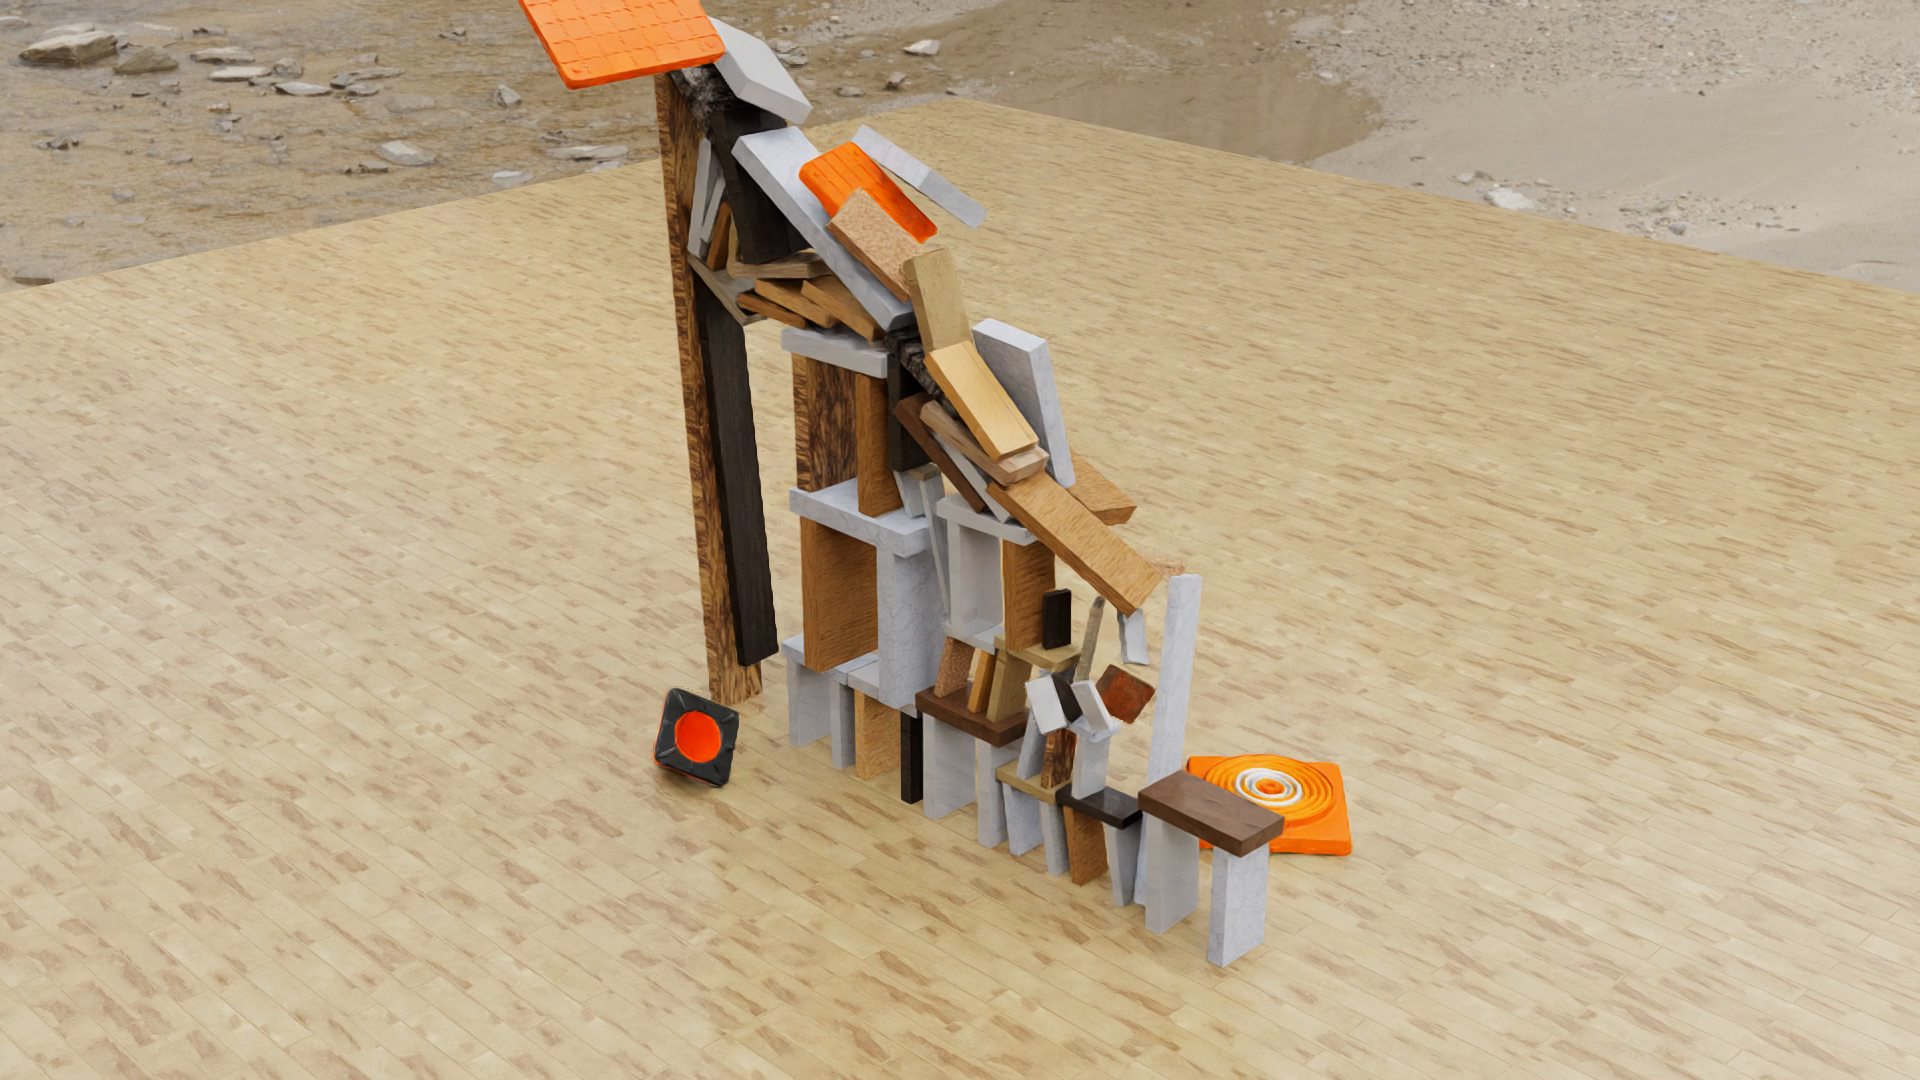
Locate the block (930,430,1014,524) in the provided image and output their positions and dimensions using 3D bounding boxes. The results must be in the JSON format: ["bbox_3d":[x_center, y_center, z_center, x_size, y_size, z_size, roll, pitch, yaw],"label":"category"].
[{"bbox_3d":[0.057,-0.140,4.089,0.113,0.032,0.225,-22,67,-42],"label":"block"}]

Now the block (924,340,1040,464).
[{"bbox_3d":[0.038,-0.254,4.013,0.101,0.029,0.235,-22,71,-40],"label":"block"}]

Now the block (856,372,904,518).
[{"bbox_3d":[-0.134,-0.200,4.283,0.143,0.286,0.041,-21,31,-40],"label":"block"}]

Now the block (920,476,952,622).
[{"bbox_3d":[-0.030,0.017,4.261,0.049,0.285,0.014,-22,16,-41],"label":"block"}]

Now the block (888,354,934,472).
[{"bbox_3d":[-0.084,-0.254,4.209,0.032,0.229,0.114,21,31,40],"label":"block"}]

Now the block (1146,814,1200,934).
[{"bbox_3d":[0.393,0.593,4.053,0.034,0.240,0.120,17,28,38],"label":"block"}]

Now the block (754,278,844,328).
[{"bbox_3d":[-0.294,-0.480,4.347,0.107,0.030,0.214,-22,39,-41],"label":"block"}]

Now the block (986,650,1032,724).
[{"bbox_3d":[0.099,0.270,4.235,0.081,0.162,0.023,-20,42,-39],"label":"block"}]

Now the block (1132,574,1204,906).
[{"bbox_3d":[0.388,0.372,4.097,0.024,0.617,0.085,10,8,33],"label":"block"}]

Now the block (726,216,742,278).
[{"bbox_3d":[-0.424,-0.613,4.419,0.081,0.163,0.023,-20,39,-41],"label":"block"}]

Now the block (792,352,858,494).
[{"bbox_3d":[-0.264,-0.251,4.401,0.041,0.286,0.143,20,30,41],"label":"block"}]

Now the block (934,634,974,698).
[{"bbox_3d":[-0.007,0.238,4.334,0.072,0.144,0.020,-21,46,-40],"label":"block"}]

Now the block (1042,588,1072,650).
[{"bbox_3d":[0.181,0.148,4.117,0.054,0.109,0.015,-12,24,-26],"label":"block"}]

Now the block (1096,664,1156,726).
[{"bbox_3d":[0.305,0.293,4.163,0.024,0.085,0.170,37,4,33],"label":"block"}]

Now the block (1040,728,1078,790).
[{"bbox_3d":[0.191,0.400,4.185,0.067,0.144,0.019,-22,39,-41],"label":"block"}]

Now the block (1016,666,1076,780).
[{"bbox_3d":[0.165,0.340,4.189,0.081,0.256,0.023,-21,44,-40],"label":"block"}]

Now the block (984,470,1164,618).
[{"bbox_3d":[0.210,-0.011,4.033,0.350,0.032,0.112,42,45,2],"label":"block"}]

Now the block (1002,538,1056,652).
[{"bbox_3d":[0.131,0.089,4.113,0.031,0.219,0.109,17,28,41],"label":"block"}]

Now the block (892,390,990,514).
[{"bbox_3d":[-0.003,-0.173,4.129,0.114,0.032,0.257,-28,73,-43],"label":"block"}]

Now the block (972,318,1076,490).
[{"bbox_3d":[0.121,-0.250,4.115,0.045,0.318,0.159,-35,40,-27],"label":"block"}]

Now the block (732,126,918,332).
[{"bbox_3d":[-0.231,-0.602,4.220,0.151,0.043,0.501,-21,64,-43],"label":"block"}]

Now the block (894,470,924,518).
[{"bbox_3d":[-0.094,-0.095,4.282,0.049,0.097,0.014,-22,6,-41],"label":"block"}]

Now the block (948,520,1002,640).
[{"bbox_3d":[0.029,0.060,4.208,0.031,0.239,0.109,17,29,41],"label":"block"}]

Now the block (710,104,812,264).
[{"bbox_3d":[-0.391,-0.710,4.352,0.043,0.301,0.151,1,19,46],"label":"block"}]

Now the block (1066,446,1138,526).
[{"bbox_3d":[0.083,-0.237,4.437,0.634,0.045,0.159,43,29,26],"label":"block"}]

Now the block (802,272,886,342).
[{"bbox_3d":[-0.197,-0.455,4.259,0.107,0.030,0.214,-19,43,-40],"label":"block"}]

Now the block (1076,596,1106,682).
[{"bbox_3d":[0.236,0.217,4.092,0.015,0.224,0.054,15,23,12],"label":"block"}]

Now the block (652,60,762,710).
[{"bbox_3d":[-0.529,-0.307,4.673,0.035,1.416,0.123,16,27,40],"label":"block"}]

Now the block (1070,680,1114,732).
[{"bbox_3d":[0.243,0.304,4.036,0.014,0.097,0.049,-33,12,-37],"label":"block"}]

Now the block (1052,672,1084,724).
[{"bbox_3d":[0.193,0.292,4.071,0.049,0.097,0.014,-42,22,6],"label":"block"}]

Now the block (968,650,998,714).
[{"bbox_3d":[0.060,0.264,4.271,0.072,0.144,0.020,-21,46,-40],"label":"block"}]

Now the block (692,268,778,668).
[{"bbox_3d":[-0.480,-0.157,4.729,0.028,0.909,0.099,16,30,40],"label":"block"}]

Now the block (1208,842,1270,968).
[{"bbox_3d":[0.502,0.637,3.952,0.034,0.240,0.120,21,31,41],"label":"block"}]

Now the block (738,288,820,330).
[{"bbox_3d":[-0.342,-0.468,4.397,0.197,0.028,0.099,24,33,39],"label":"block"}]

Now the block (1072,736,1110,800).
[{"bbox_3d":[0.247,0.418,4.129,0.067,0.134,0.019,-18,36,-35],"label":"block"}]

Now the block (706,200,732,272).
[{"bbox_3d":[-0.459,-0.623,4.451,0.081,0.163,0.023,-24,58,-39],"label":"block"}]

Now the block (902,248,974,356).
[{"bbox_3d":[-0.039,-0.431,4.071,0.029,0.203,0.101,-2,17,45],"label":"block"}]

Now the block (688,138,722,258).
[{"bbox_3d":[-0.481,-0.702,4.457,0.035,0.246,0.123,35,39,31],"label":"block"}]
